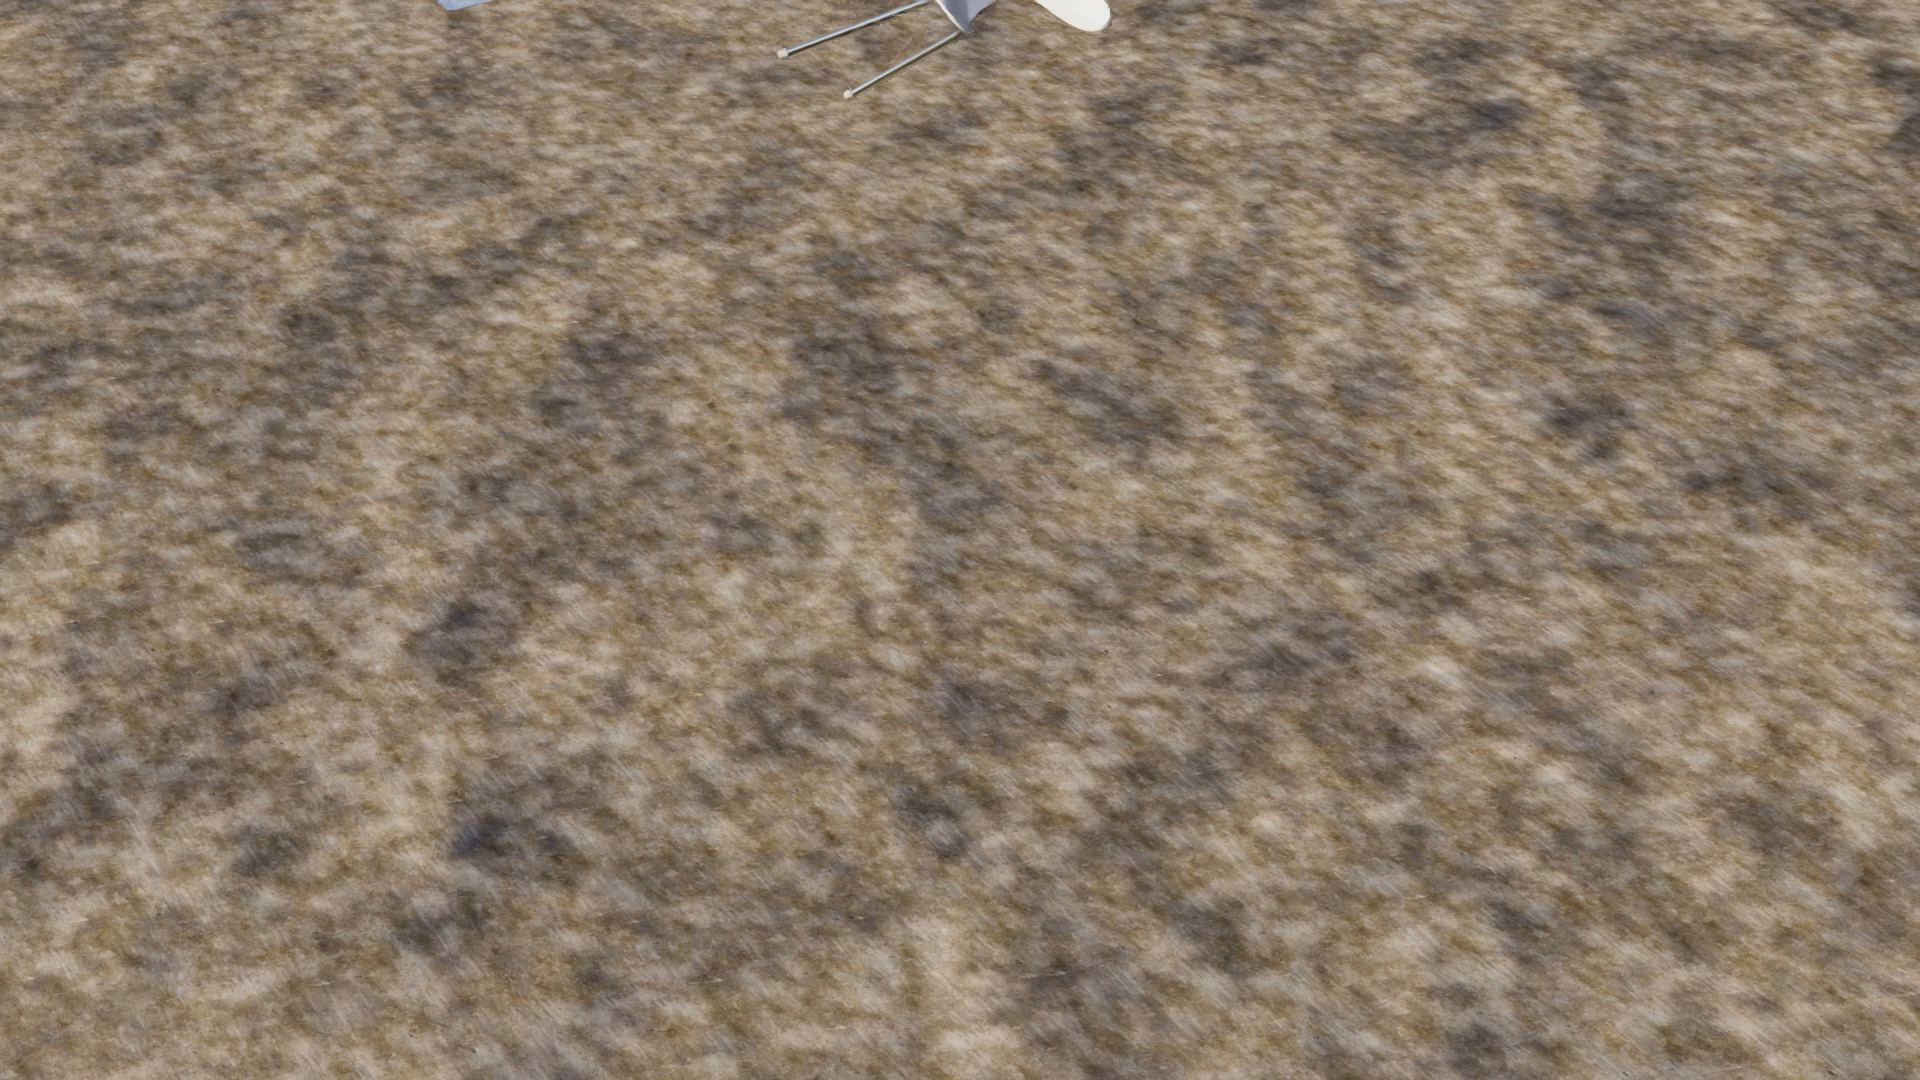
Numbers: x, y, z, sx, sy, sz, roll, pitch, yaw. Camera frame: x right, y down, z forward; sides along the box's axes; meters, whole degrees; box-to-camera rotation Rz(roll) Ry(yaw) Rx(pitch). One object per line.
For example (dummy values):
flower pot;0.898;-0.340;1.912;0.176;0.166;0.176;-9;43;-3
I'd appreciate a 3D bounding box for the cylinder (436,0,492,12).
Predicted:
cylinder;-1.517;-1.693;8.943;0.176;0.072;0.192;-22;56;-34
